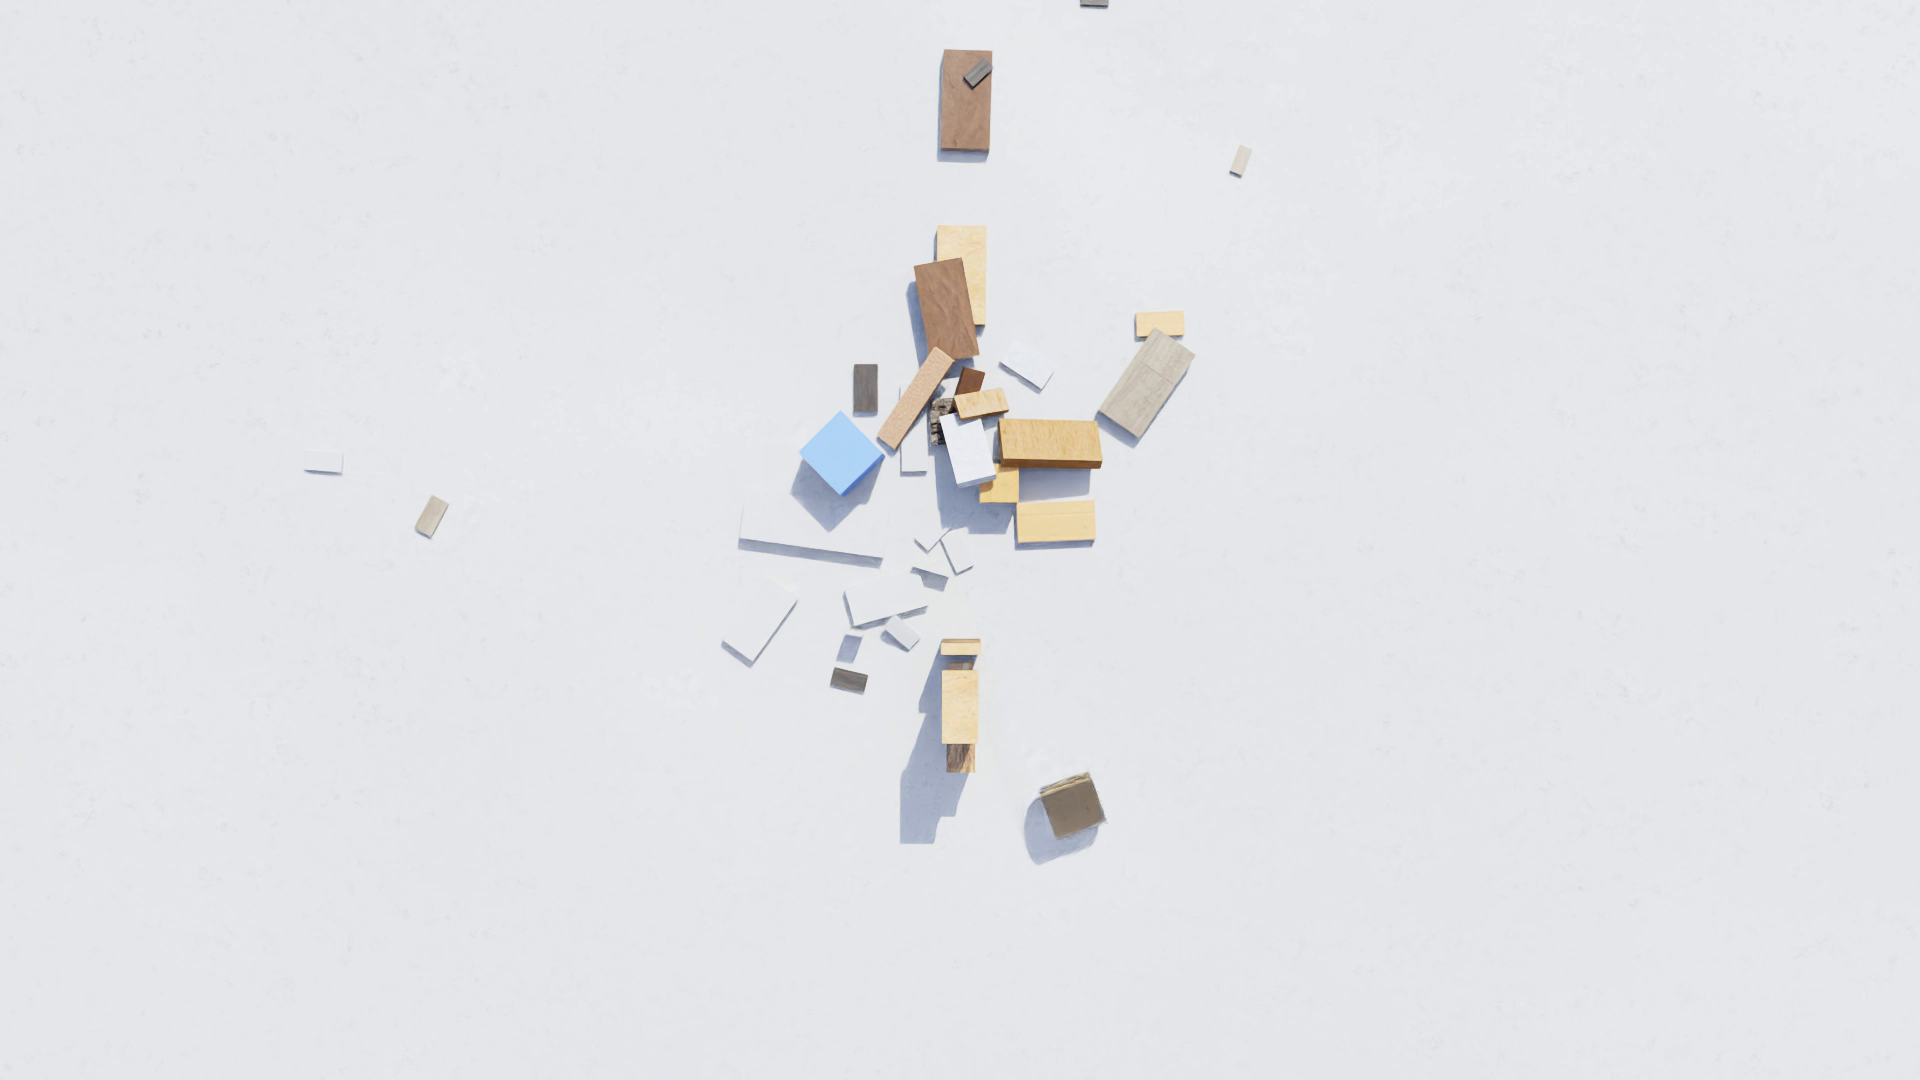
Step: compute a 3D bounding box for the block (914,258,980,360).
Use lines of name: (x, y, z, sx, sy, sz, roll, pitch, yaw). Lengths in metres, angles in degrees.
block: (-0.044, -0.753, 5.431, 0.163, 0.046, 0.326, -10, 90, 0)

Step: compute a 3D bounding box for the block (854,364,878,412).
block: (-0.312, -0.505, 5.489, 0.079, 0.022, 0.158, 0, 90, 0)

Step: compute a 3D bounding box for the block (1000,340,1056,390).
block: (0.224, -0.583, 5.488, 0.168, 0.024, 0.084, 34, 90, 0)

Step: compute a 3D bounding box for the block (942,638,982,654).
block: (0.004, 0.347, 5.373, 0.127, 0.254, 0.036, 0, 90, 0)

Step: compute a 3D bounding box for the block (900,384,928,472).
block: (-0.153, -0.374, 5.488, 0.084, 0.024, 0.290, -1, 90, 0)

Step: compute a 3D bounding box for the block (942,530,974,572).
block: (-0.008, 0.038, 5.491, 0.063, 0.018, 0.127, -24, 90, 0)

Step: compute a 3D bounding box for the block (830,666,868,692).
block: (-0.368, 0.464, 5.492, 0.117, 0.017, 0.059, 13, 90, 0)

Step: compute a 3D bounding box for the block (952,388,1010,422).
block: (0.069, -0.446, 5.416, 0.168, 0.024, 0.084, -12, 68, -15)

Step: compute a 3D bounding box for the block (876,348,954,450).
block: (-0.147, -0.466, 5.429, 0.079, 0.022, 0.357, 38, 108, 11)

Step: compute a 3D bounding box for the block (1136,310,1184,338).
block: (0.666, -0.719, 5.489, 0.158, 0.022, 0.079, -2, 90, 0)

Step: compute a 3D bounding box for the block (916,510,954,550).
block: (-0.085, -0.032, 5.491, 0.063, 0.018, 0.127, 43, 90, 0)

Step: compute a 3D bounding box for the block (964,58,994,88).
block: (0.061, -1.544, 5.447, 0.093, 0.013, 0.046, -43, 90, 0)

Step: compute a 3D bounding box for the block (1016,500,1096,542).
block: (0.319, -0.062, 5.482, 0.258, 0.037, 0.129, -2, 91, 1)

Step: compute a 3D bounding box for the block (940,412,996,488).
block: (0.026, -0.301, 5.384, 0.129, 0.037, 0.258, -14, 63, -1)

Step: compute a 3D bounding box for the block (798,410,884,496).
block: (-0.386, -0.281, 5.403, 0.194, 0.194, 0.194, -45, 90, 0)

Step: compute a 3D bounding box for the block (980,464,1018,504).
block: (0.128, -0.186, 5.437, 0.125, 0.125, 0.125, 0, 90, 0)

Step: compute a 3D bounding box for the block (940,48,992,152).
block: (0.022, -1.459, 5.477, 0.163, 0.046, 0.326, 2, 90, 0)

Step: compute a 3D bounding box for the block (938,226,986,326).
block: (0.005, -0.877, 5.477, 0.163, 0.046, 0.326, 1, 90, 0)

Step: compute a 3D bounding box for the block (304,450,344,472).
block: (-2.118, -0.262, 5.491, 0.125, 0.018, 0.063, 4, 90, 0)

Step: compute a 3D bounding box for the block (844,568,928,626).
block: (-0.243, 0.189, 5.482, 0.254, 0.036, 0.127, -15, 90, 0)

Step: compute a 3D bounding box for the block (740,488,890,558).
block: (-0.481, -0.056, 5.477, 0.479, 0.047, 0.165, 8, 90, 0)

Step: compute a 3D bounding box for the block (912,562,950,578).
block: (-0.094, 0.096, 5.468, 0.127, 0.063, 0.018, 16, 90, 0)

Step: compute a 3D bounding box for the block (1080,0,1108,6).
block: (0.449, -1.803, 5.493, 0.093, 0.013, 0.046, 2, 90, 0)

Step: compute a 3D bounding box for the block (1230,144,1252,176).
block: (0.936, -1.264, 5.493, 0.046, 0.013, 0.093, 21, 90, 0)

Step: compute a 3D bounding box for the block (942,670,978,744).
block: (0.001, 0.510, 5.051, 0.111, 0.031, 0.222, 0, 90, 0)

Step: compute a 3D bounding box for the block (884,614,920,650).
block: (-0.193, 0.304, 5.473, 0.117, 0.017, 0.059, 43, 90, -18)

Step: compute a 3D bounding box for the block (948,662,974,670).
block: (0.002, 0.476, 5.327, 0.081, 0.023, 0.161, 0, 90, 0)

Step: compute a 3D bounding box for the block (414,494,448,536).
block: (-1.758, -0.081, 5.491, 0.063, 0.018, 0.125, 28, 90, 0)

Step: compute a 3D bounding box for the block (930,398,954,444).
block: (-0.059, -0.393, 5.467, 0.076, 0.022, 0.152, -2, 90, -1)

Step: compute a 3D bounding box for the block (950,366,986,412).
block: (0.025, -0.491, 5.442, 0.076, 0.022, 0.152, 11, 103, -25)

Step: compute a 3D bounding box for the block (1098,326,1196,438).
block: (0.618, -0.522, 5.465, 0.165, 0.047, 0.329, 34, 93, -2)

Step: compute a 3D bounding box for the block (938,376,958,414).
block: (-0.025, -0.462, 5.489, 0.076, 0.022, 0.152, -12, 90, 0)

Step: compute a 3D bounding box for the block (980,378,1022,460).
block: (0.141, -0.403, 5.482, 0.129, 0.037, 0.258, -8, 90, 0)

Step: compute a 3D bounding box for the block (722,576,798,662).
block: (-0.664, 0.262, 5.482, 0.127, 0.036, 0.254, 36, 90, 0)

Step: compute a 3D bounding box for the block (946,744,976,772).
block: (0.003, 0.654, 5.302, 0.092, 0.026, 0.185, 0, 90, 0)

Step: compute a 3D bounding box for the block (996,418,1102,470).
block: (0.294, -0.316, 5.410, 0.329, 0.047, 0.165, 1, 56, -9)

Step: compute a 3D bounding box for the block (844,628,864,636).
block: (-0.348, 0.303, 5.441, 0.059, 0.117, 0.017, 10, 90, 0)
